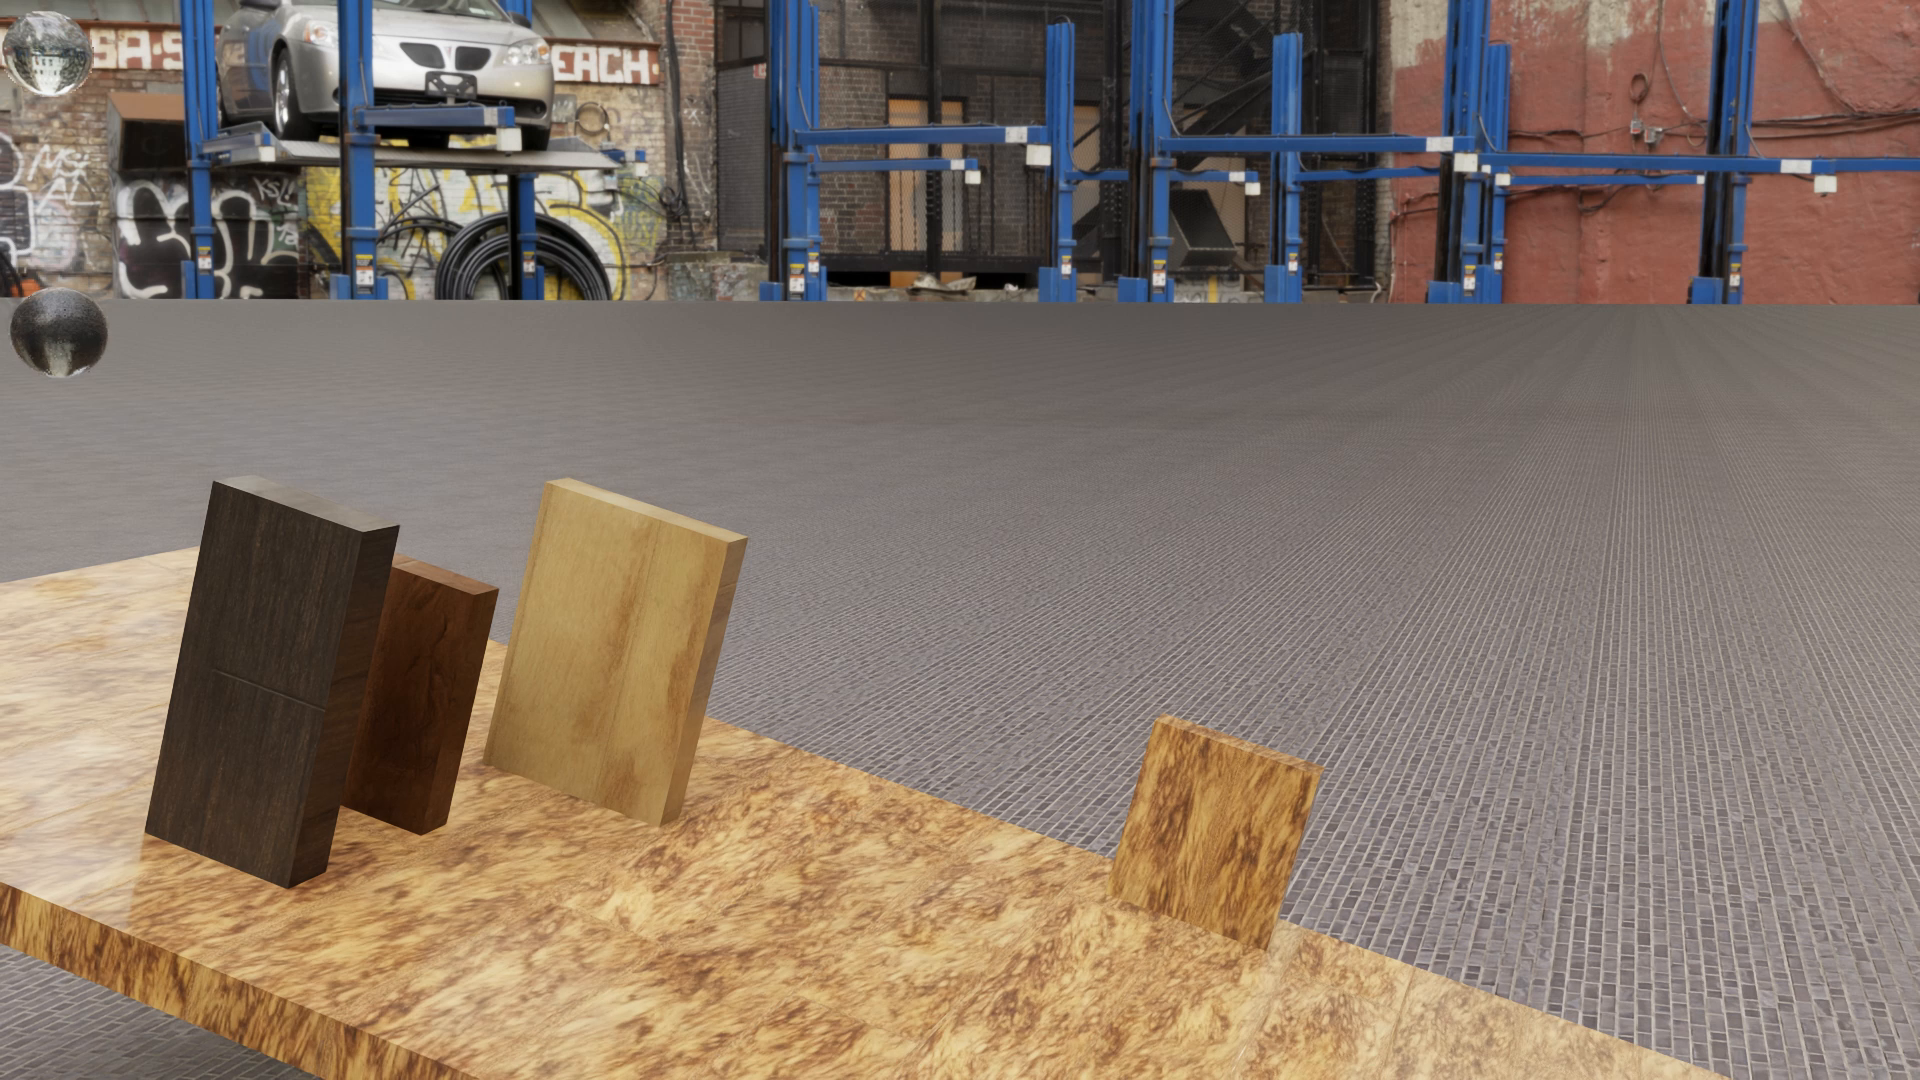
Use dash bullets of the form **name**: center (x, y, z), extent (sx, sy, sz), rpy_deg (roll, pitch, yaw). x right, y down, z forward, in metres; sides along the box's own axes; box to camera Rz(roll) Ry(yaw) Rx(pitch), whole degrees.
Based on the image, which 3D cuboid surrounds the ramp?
- **ramp**: center (-0.384, 0.760, 4.245), extent (4.000, 0.100, 2.000), rpy_deg (18, 11, 14)

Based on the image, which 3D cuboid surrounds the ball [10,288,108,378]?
- **ball**: center (-1.965, -0.452, 4.801), extent (0.198, 0.198, 0.198), rpy_deg (0, 7, 0)

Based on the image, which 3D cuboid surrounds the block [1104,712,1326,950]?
- **block**: center (0.553, 0.633, 4.783), extent (0.371, 0.408, 0.085), rpy_deg (18, 11, 14)

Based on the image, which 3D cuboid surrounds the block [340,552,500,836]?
- **block**: center (-1.089, 0.278, 4.187), extent (0.316, 0.482, 0.094), rpy_deg (18, 11, 14)

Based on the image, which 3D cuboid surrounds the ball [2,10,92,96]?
- **ball**: center (-1.990, -1.062, 4.797), extent (0.181, 0.181, 0.181), rpy_deg (0, 7, 0)

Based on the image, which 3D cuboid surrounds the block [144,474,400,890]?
- **block**: center (-1.191, 0.243, 3.800), extent (0.297, 0.645, 0.115), rpy_deg (18, 11, 14)

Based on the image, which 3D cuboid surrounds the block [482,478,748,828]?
- **block**: center (-0.718, 0.230, 4.557), extent (0.420, 0.617, 0.101), rpy_deg (18, 11, 14)
